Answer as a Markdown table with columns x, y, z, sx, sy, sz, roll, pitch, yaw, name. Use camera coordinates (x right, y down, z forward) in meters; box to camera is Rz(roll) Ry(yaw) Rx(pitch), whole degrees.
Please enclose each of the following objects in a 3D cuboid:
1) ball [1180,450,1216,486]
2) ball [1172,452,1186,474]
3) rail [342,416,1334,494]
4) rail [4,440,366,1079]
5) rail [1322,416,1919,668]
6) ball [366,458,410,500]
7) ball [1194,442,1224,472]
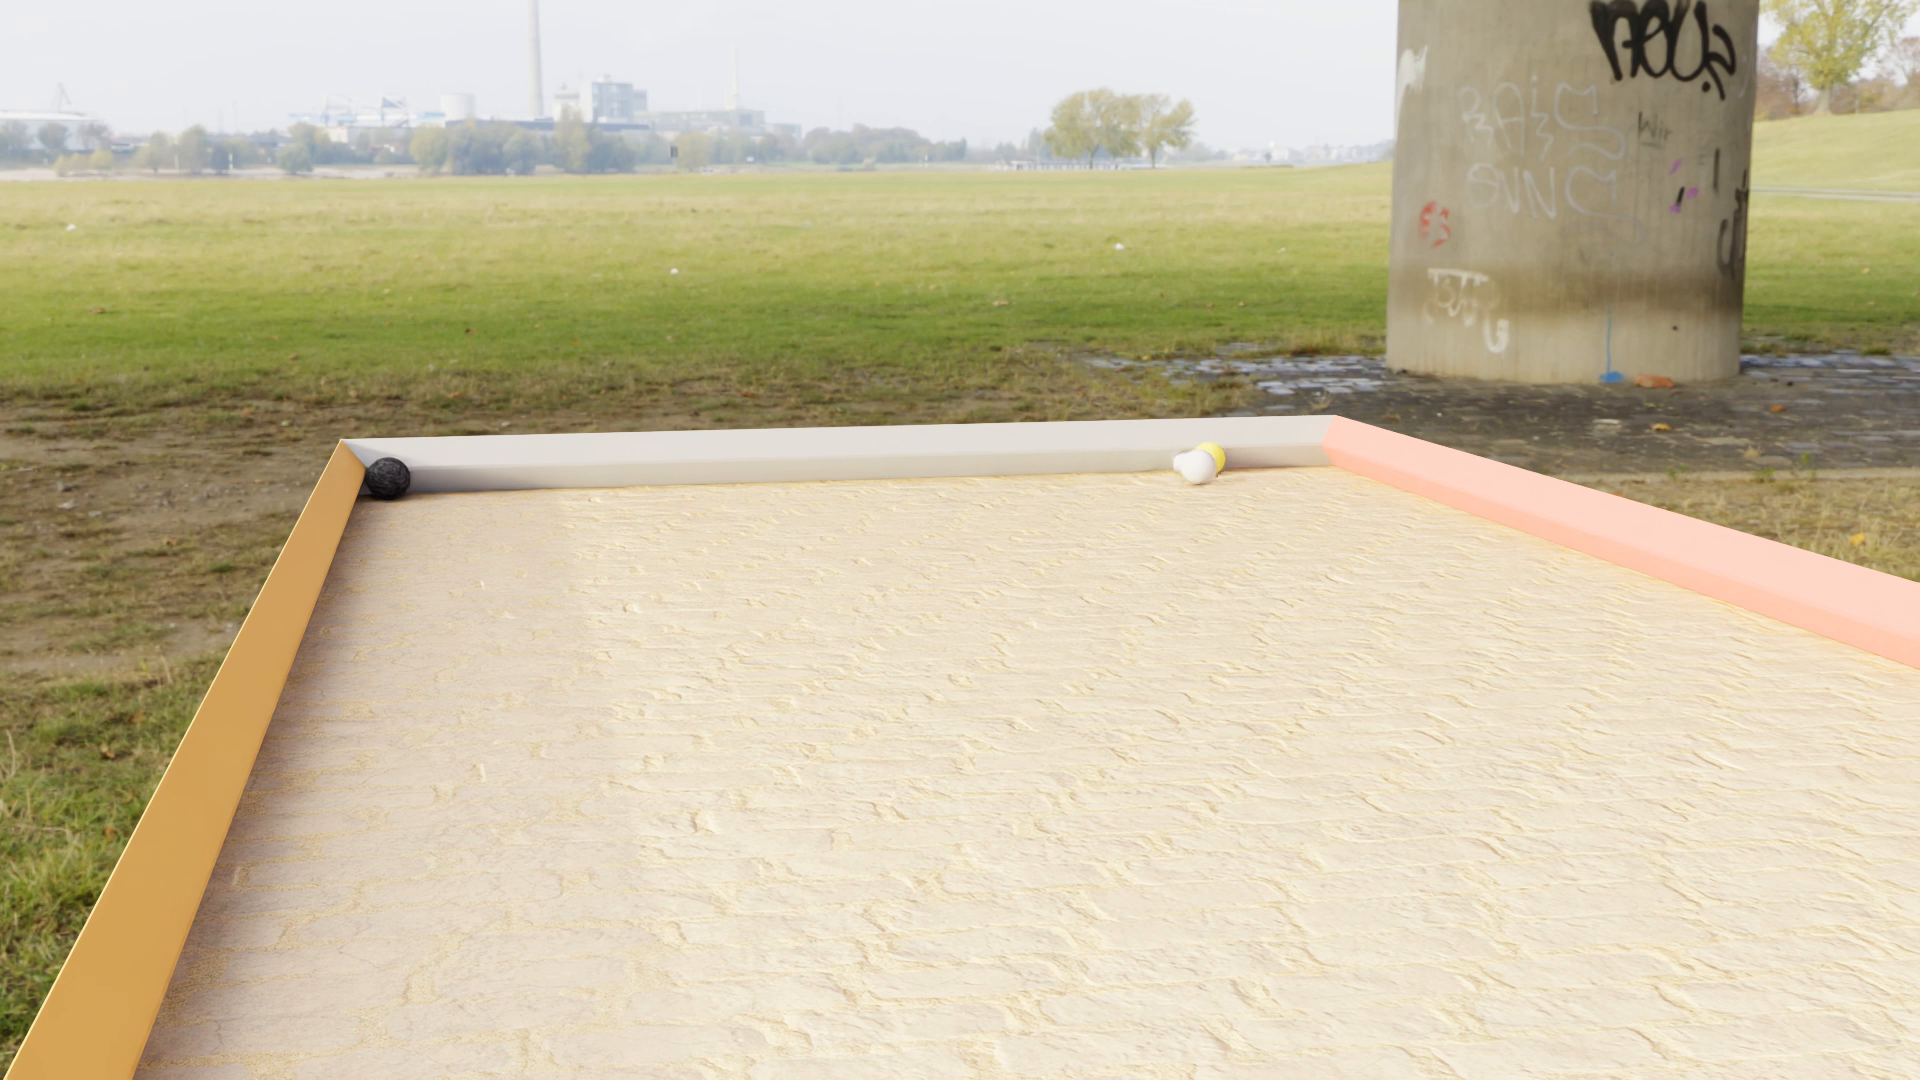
| x | y | z | sx | sy | sz | roll | pitch | yaw | name |
| --- | --- | --- | --- | --- | --- | --- | --- | --- | --- |
| 0.443 | -0.135 | 4.080 | 0.066 | 0.066 | 0.066 | 0 | 10 | 0 | ball |
| 0.430 | -0.148 | 4.236 | 0.040 | 0.040 | 0.040 | 0 | 10 | 0 | ball |
| -0.181 | -0.160 | 4.127 | 1.895 | 0.099 | 0.045 | -2 | 10 | -12 | rail |
| -0.718 | 0.156 | 2.246 | 0.045 | 0.099 | 3.553 | -2 | 10 | -12 | rail |
| 1.089 | 0.092 | 2.628 | 0.045 | 0.099 | 3.553 | -2 | 10 | -12 | rail |
| -1.012 | -0.109 | 3.894 | 0.076 | 0.076 | 0.076 | 0 | 10 | 0 | ball |
| 0.476 | -0.156 | 4.213 | 0.063 | 0.063 | 0.063 | 0 | 10 | 0 | ball |
